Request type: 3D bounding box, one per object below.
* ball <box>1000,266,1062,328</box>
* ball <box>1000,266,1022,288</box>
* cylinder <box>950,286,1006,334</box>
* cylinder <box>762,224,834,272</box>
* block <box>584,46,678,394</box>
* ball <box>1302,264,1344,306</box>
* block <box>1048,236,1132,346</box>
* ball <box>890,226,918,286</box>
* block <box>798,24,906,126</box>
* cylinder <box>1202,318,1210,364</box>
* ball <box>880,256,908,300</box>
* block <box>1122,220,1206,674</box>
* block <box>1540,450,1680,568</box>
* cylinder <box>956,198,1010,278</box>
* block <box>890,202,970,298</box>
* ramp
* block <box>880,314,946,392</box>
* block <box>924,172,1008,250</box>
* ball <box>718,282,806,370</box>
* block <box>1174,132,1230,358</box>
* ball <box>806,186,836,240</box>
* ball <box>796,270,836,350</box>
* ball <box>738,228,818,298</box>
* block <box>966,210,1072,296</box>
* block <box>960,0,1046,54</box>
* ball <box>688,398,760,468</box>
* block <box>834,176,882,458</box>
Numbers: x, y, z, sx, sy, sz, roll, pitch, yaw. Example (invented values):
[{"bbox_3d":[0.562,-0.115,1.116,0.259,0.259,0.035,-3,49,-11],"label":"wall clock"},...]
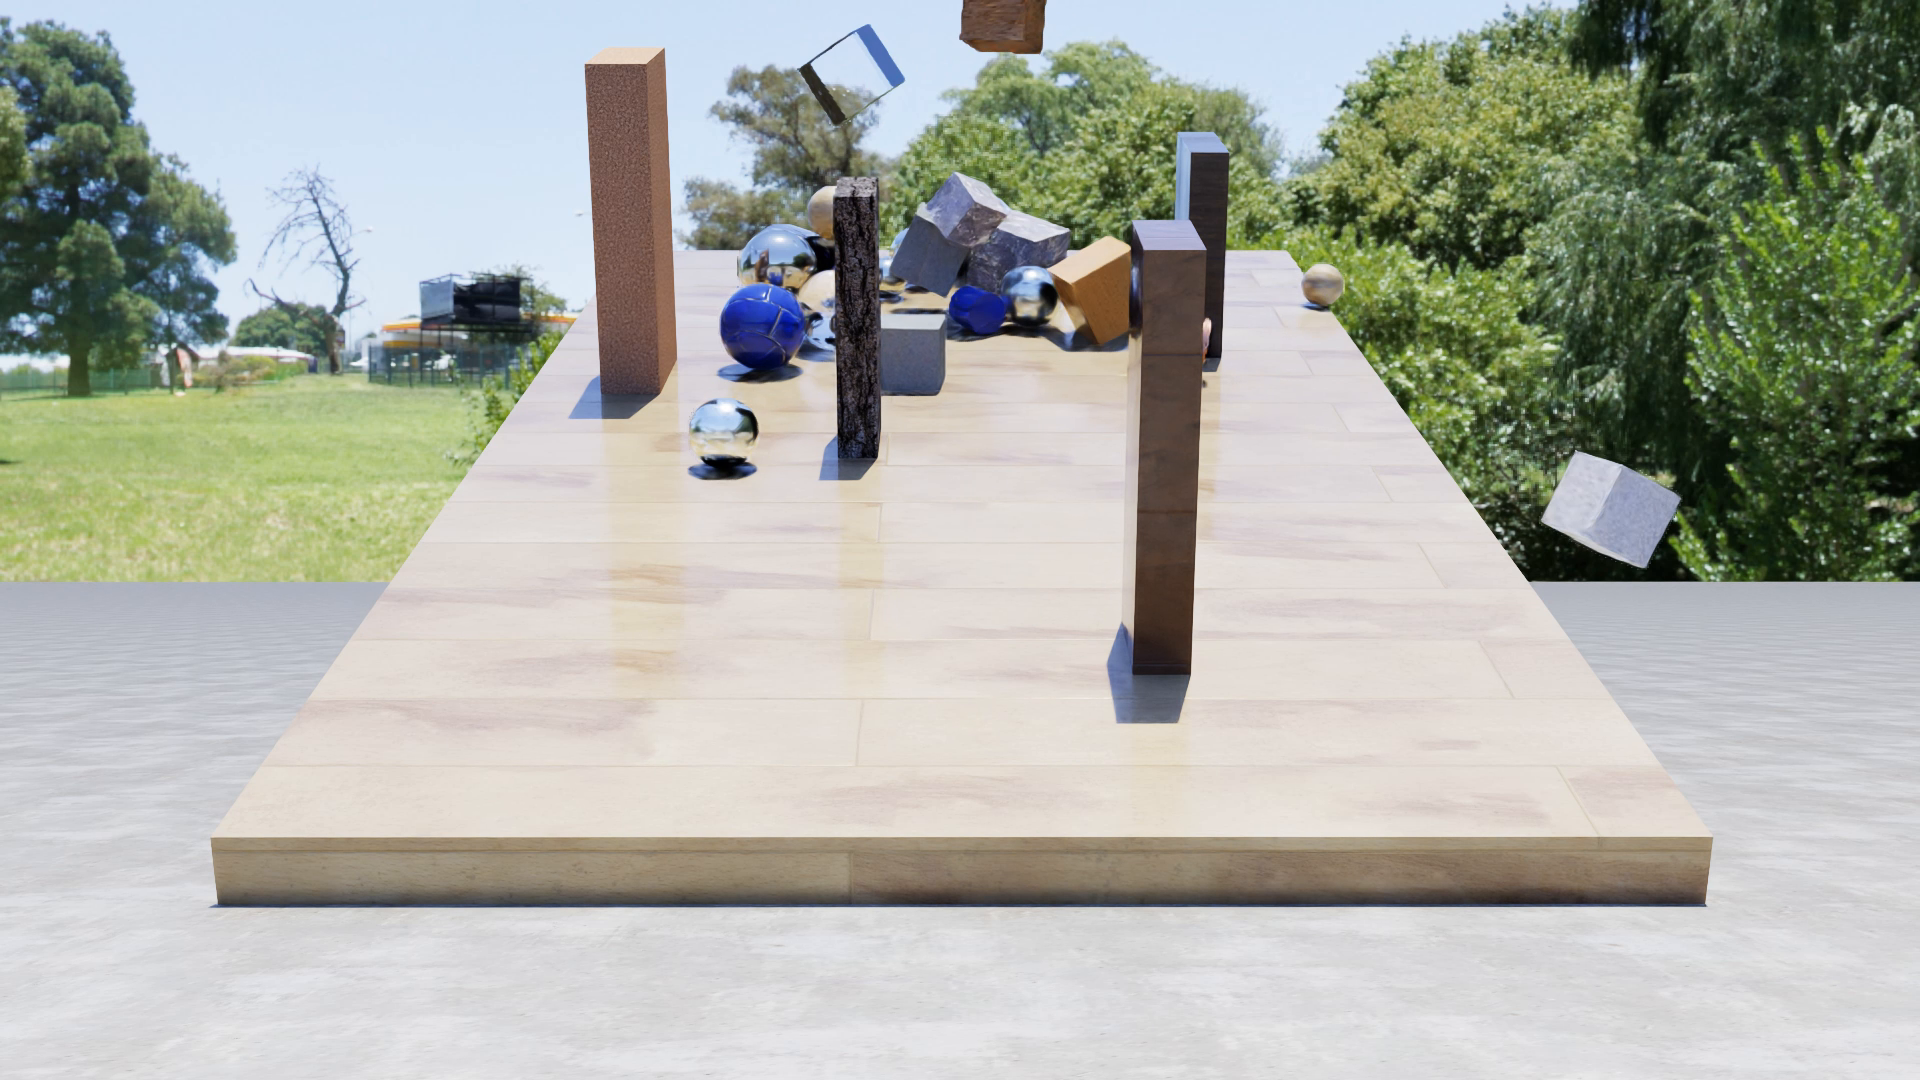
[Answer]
[{"bbox_3d":[0.183,-0.626,5.781,0.161,0.161,0.161,0,-1,0],"label":"ball"},{"bbox_3d":[0.168,-0.662,5.917,0.122,0.122,0.122,0,-1,0],"label":"ball"},{"bbox_3d":[0.045,-0.591,5.761,0.108,0.108,0.108,1,17,-30],"label":"cylinder"},{"bbox_3d":[-0.439,-0.738,6.053,0.202,0.202,0.202,1,16,-32],"label":"cylinder"},{"bbox_3d":[-0.759,-0.745,5.210,0.136,0.749,0.340,0,18,0],"label":"block"},{"bbox_3d":[0.977,-0.688,6.048,0.113,0.113,0.113,0,-1,0],"label":"ball"},{"bbox_3d":[0.365,-0.631,5.671,0.182,0.182,0.182,-30,24,-6],"label":"block"},{"bbox_3d":[-0.112,-0.796,6.280,0.169,0.169,0.169,0,-1,0],"label":"ball"},{"bbox_3d":[-0.307,-1.327,6.402,0.191,0.191,0.191,-30,10,22],"label":"block"},{"bbox_3d":[0.498,-0.466,5.285,0.146,0.146,0.146,12,-2,-6],"label":"cylinder"},{"bbox_3d":[-0.199,-0.714,6.120,0.115,0.115,0.115,0,-1,0],"label":"ball"},{"bbox_3d":[0.318,-0.147,3.541,0.092,0.676,0.242,0,18,0],"label":"block"},{"bbox_3d":[1.694,-0.080,5.845,0.207,0.207,0.207,25,3,-23],"label":"block"},{"bbox_3d":[0.022,-0.872,6.434,0.207,0.207,0.207,-1,17,36],"label":"cylinder"},{"bbox_3d":[-0.070,-0.764,5.911,0.166,0.166,0.166,26,19,-4],"label":"block"},{"bbox_3d":[-0.004,-0.192,4.898,2.000,0.100,4.000,0,18,0],"label":"ramp"},{"bbox_3d":[-0.114,-0.437,5.239,0.149,0.149,0.149,2,19,5],"label":"block"},{"bbox_3d":[0.016,-0.840,5.735,0.125,0.125,0.125,13,-53,-46],"label":"block"},{"bbox_3d":[-0.472,-0.509,5.360,0.208,0.208,0.208,0,-1,0],"label":"ball"},{"bbox_3d":[0.596,-0.739,5.586,0.092,0.502,0.336,0,18,0],"label":"block"},{"bbox_3d":[-0.331,-0.859,5.891,0.143,0.143,0.143,0,-1,0],"label":"ball"},{"bbox_3d":[-0.311,-0.568,5.548,0.200,0.200,0.200,0,-1,0],"label":"ball"},{"bbox_3d":[-0.456,-0.681,5.626,0.197,0.197,0.197,0,-1,0],"label":"ball"},{"bbox_3d":[0.159,-0.766,6.103,0.188,0.188,0.188,24,29,27],"label":"block"},{"bbox_3d":[0.123,-1.478,6.301,0.186,0.186,0.186,6,3,17],"label":"block"},{"bbox_3d":[-0.482,-0.219,4.588,0.146,0.146,0.146,0,-1,0],"label":"ball"},{"bbox_3d":[-0.213,-0.467,4.702,0.084,0.547,0.241,0,18,0],"label":"block"}]
